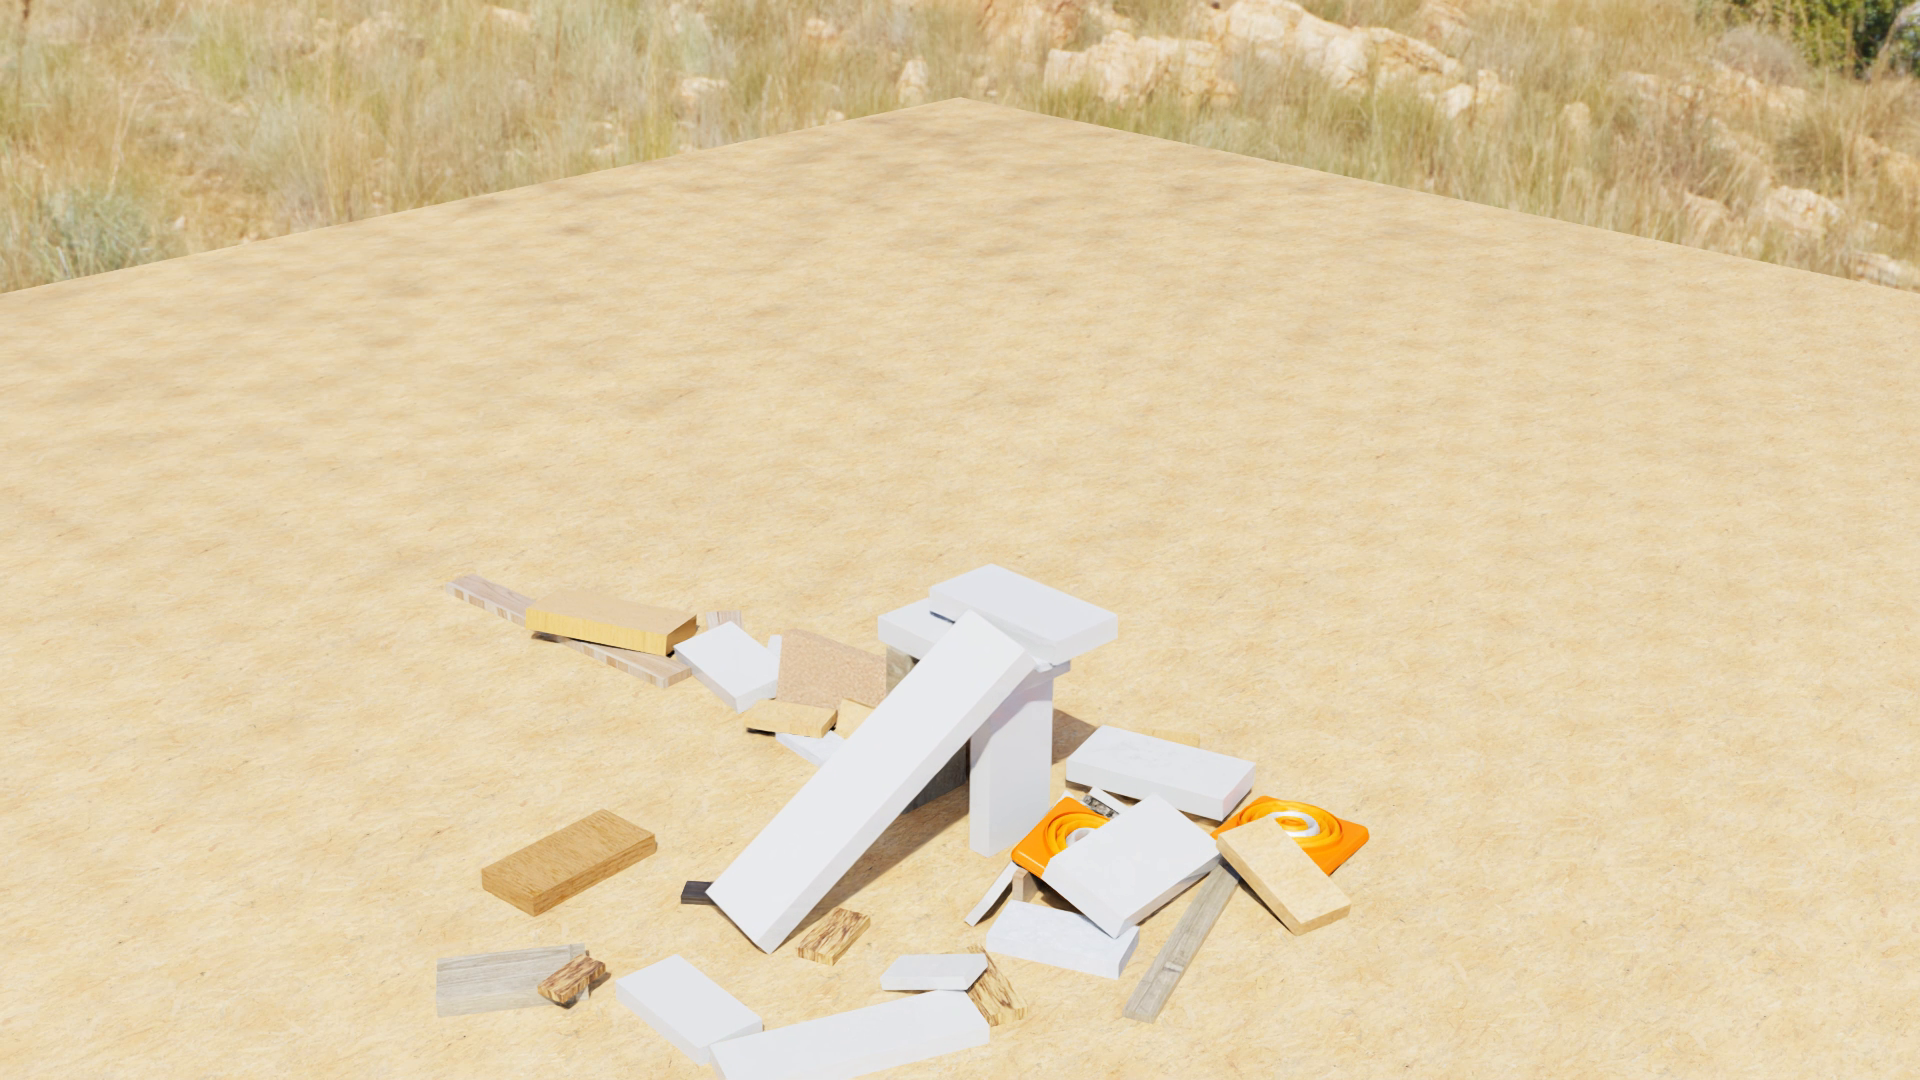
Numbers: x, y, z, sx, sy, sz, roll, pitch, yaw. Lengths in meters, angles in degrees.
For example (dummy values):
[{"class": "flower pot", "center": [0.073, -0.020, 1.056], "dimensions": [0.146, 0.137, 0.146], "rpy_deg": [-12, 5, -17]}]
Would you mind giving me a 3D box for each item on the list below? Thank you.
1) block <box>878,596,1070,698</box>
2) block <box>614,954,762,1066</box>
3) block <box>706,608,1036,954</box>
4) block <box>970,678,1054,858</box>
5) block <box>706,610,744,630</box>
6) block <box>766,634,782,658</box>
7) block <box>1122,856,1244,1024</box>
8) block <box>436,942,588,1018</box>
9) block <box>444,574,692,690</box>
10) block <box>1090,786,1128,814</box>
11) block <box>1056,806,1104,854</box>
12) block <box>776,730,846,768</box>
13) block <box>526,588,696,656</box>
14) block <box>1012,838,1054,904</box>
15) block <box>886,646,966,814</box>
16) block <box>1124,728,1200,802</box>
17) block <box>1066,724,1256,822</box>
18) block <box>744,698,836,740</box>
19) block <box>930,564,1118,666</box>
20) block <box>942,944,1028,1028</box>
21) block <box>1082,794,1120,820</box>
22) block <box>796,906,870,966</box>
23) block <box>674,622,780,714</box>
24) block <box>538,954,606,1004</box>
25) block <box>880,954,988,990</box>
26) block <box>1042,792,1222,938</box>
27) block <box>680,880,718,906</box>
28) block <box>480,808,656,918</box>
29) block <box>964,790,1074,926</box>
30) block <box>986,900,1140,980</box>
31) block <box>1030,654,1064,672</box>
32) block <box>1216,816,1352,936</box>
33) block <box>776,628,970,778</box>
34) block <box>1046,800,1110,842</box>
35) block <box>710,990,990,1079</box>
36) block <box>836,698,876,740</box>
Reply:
[{"class": "block", "center": [0.025, 0.202, 4.298], "dimensions": [0.180, 0.051, 0.359], "rpy_deg": [-20, 30, -39]}, {"class": "block", "center": [-0.470, 0.810, 3.804], "dimensions": [0.130, 0.037, 0.259], "rpy_deg": [-19, 29, -37]}, {"class": "block", "center": [-0.164, 0.441, 4.083], "dimensions": [0.723, 0.050, 0.178], "rpy_deg": [-47, 45, -8]}, {"class": "block", "center": [0.100, 0.425, 4.299], "dimensions": [0.051, 0.359, 0.180], "rpy_deg": [21, 31, 39]}, {"class": "block", "center": [-0.557, 0.215, 5.223], "dimensions": [0.085, 0.024, 0.170], "rpy_deg": [-3, 23, -8]}, {"class": "block", "center": [-0.407, 0.268, 5.098], "dimensions": [0.085, 0.024, 0.170], "rpy_deg": [1, 23, 3]}, {"class": "block", "center": [0.431, 0.716, 4.053], "dimensions": [0.057, 0.016, 0.605], "rpy_deg": [10, 25, 22]}, {"class": "block", "center": [-0.790, 0.776, 3.884], "dimensions": [0.259, 0.037, 0.130], "rpy_deg": [-4, 23, -10]}, {"class": "block", "center": [-0.945, 0.210, 5.235], "dimensions": [0.804, 0.024, 0.085], "rpy_deg": [19, 29, 37]}, {"class": "block", "center": [0.328, 0.541, 4.407], "dimensions": [0.071, 0.020, 0.141], "rpy_deg": [35, -4, -41]}, {"class": "block", "center": [0.236, 0.581, 4.328], "dimensions": [0.071, 0.020, 0.141], "rpy_deg": [15, 32, 6]}, {"class": "block", "center": [-0.307, 0.435, 4.702], "dimensions": [0.090, 0.025, 0.180], "rpy_deg": [-18, 29, -35]}, {"class": "block", "center": [-0.822, 0.191, 5.187], "dimensions": [0.356, 0.050, 0.178], "rpy_deg": [10, 17, 14]}, {"class": "block", "center": [0.140, 0.633, 4.173], "dimensions": [0.021, 0.074, 0.149], "rpy_deg": [11, 25, 23]}, {"class": "block", "center": [-0.067, 0.359, 4.453], "dimensions": [0.051, 0.359, 0.180], "rpy_deg": [21, 31, 39]}, {"class": "block", "center": [0.425, 0.473, 4.601], "dimensions": [0.126, 0.036, 0.251], "rpy_deg": [5, 23, 11]}, {"class": "block", "center": [0.410, 0.473, 4.493], "dimensions": [0.345, 0.049, 0.172], "rpy_deg": [12, 26, 27]}, {"class": "block", "center": [-0.367, 0.386, 4.753], "dimensions": [0.180, 0.025, 0.090], "rpy_deg": [8, 24, 18]}, {"class": "block", "center": [0.121, 0.141, 4.273], "dimensions": [0.172, 0.049, 0.345], "rpy_deg": [-21, 31, -40]}, {"class": "block", "center": [0.038, 0.786, 3.878], "dimensions": [0.086, 0.024, 0.209], "rpy_deg": [-9, 25, -21]}, {"class": "block", "center": [0.301, 0.545, 4.379], "dimensions": [0.115, 0.016, 0.058], "rpy_deg": [31, -1, 27]}, {"class": "block", "center": [-0.231, 0.725, 4.026], "dimensions": [0.074, 0.021, 0.148], "rpy_deg": [10, 25, 23]}, {"class": "block", "center": [-0.512, 0.286, 4.994], "dimensions": [0.152, 0.043, 0.304], "rpy_deg": [-24, 32, -25]}, {"class": "block", "center": [-0.678, 0.765, 3.842], "dimensions": [0.057, 0.016, 0.114], "rpy_deg": [13, 26, 28]}, {"class": "block", "center": [-0.047, 0.760, 3.872], "dimensions": [0.171, 0.024, 0.085], "rpy_deg": [-7, 15, 29]}, {"class": "block", "center": [0.329, 0.605, 4.121], "dimensions": [0.178, 0.050, 0.356], "rpy_deg": [37, 34, 23]}, {"class": "block", "center": [-0.467, 0.669, 4.162], "dimensions": [0.114, 0.016, 0.057], "rpy_deg": [2, 23, 5]}, {"class": "block", "center": [-0.753, 0.620, 4.245], "dimensions": [0.152, 0.043, 0.304], "rpy_deg": [18, 29, 37]}, {"class": "block", "center": [0.117, 0.605, 4.212], "dimensions": [0.021, 0.074, 0.397], "rpy_deg": [40, 36, 4]}, {"class": "block", "center": [0.188, 0.726, 4.004], "dimensions": [0.251, 0.036, 0.126], "rpy_deg": [9, 25, 20]}, {"class": "block", "center": [0.138, 0.217, 4.177], "dimensions": [0.058, 0.016, 0.115], "rpy_deg": [-17, 28, -34]}, {"class": "block", "center": [0.608, 0.630, 4.141], "dimensions": [0.126, 0.036, 0.251], "rpy_deg": [-15, 43, -29]}, {"class": "block", "center": [-0.167, 0.345, 4.719], "dimensions": [0.549, 0.172, 0.049], "rpy_deg": [17, 16, 34]}, {"class": "block", "center": [0.232, 0.563, 4.407], "dimensions": [0.071, 0.020, 0.141], "rpy_deg": [21, 31, 40]}, {"class": "block", "center": [-0.185, 0.850, 3.710], "dimensions": [0.454, 0.037, 0.130], "rpy_deg": [-9, 25, -21]}, {"class": "block", "center": [-0.183, 0.406, 4.685], "dimensions": [0.180, 0.090, 0.026], "rpy_deg": [17, 8, 34]}]
